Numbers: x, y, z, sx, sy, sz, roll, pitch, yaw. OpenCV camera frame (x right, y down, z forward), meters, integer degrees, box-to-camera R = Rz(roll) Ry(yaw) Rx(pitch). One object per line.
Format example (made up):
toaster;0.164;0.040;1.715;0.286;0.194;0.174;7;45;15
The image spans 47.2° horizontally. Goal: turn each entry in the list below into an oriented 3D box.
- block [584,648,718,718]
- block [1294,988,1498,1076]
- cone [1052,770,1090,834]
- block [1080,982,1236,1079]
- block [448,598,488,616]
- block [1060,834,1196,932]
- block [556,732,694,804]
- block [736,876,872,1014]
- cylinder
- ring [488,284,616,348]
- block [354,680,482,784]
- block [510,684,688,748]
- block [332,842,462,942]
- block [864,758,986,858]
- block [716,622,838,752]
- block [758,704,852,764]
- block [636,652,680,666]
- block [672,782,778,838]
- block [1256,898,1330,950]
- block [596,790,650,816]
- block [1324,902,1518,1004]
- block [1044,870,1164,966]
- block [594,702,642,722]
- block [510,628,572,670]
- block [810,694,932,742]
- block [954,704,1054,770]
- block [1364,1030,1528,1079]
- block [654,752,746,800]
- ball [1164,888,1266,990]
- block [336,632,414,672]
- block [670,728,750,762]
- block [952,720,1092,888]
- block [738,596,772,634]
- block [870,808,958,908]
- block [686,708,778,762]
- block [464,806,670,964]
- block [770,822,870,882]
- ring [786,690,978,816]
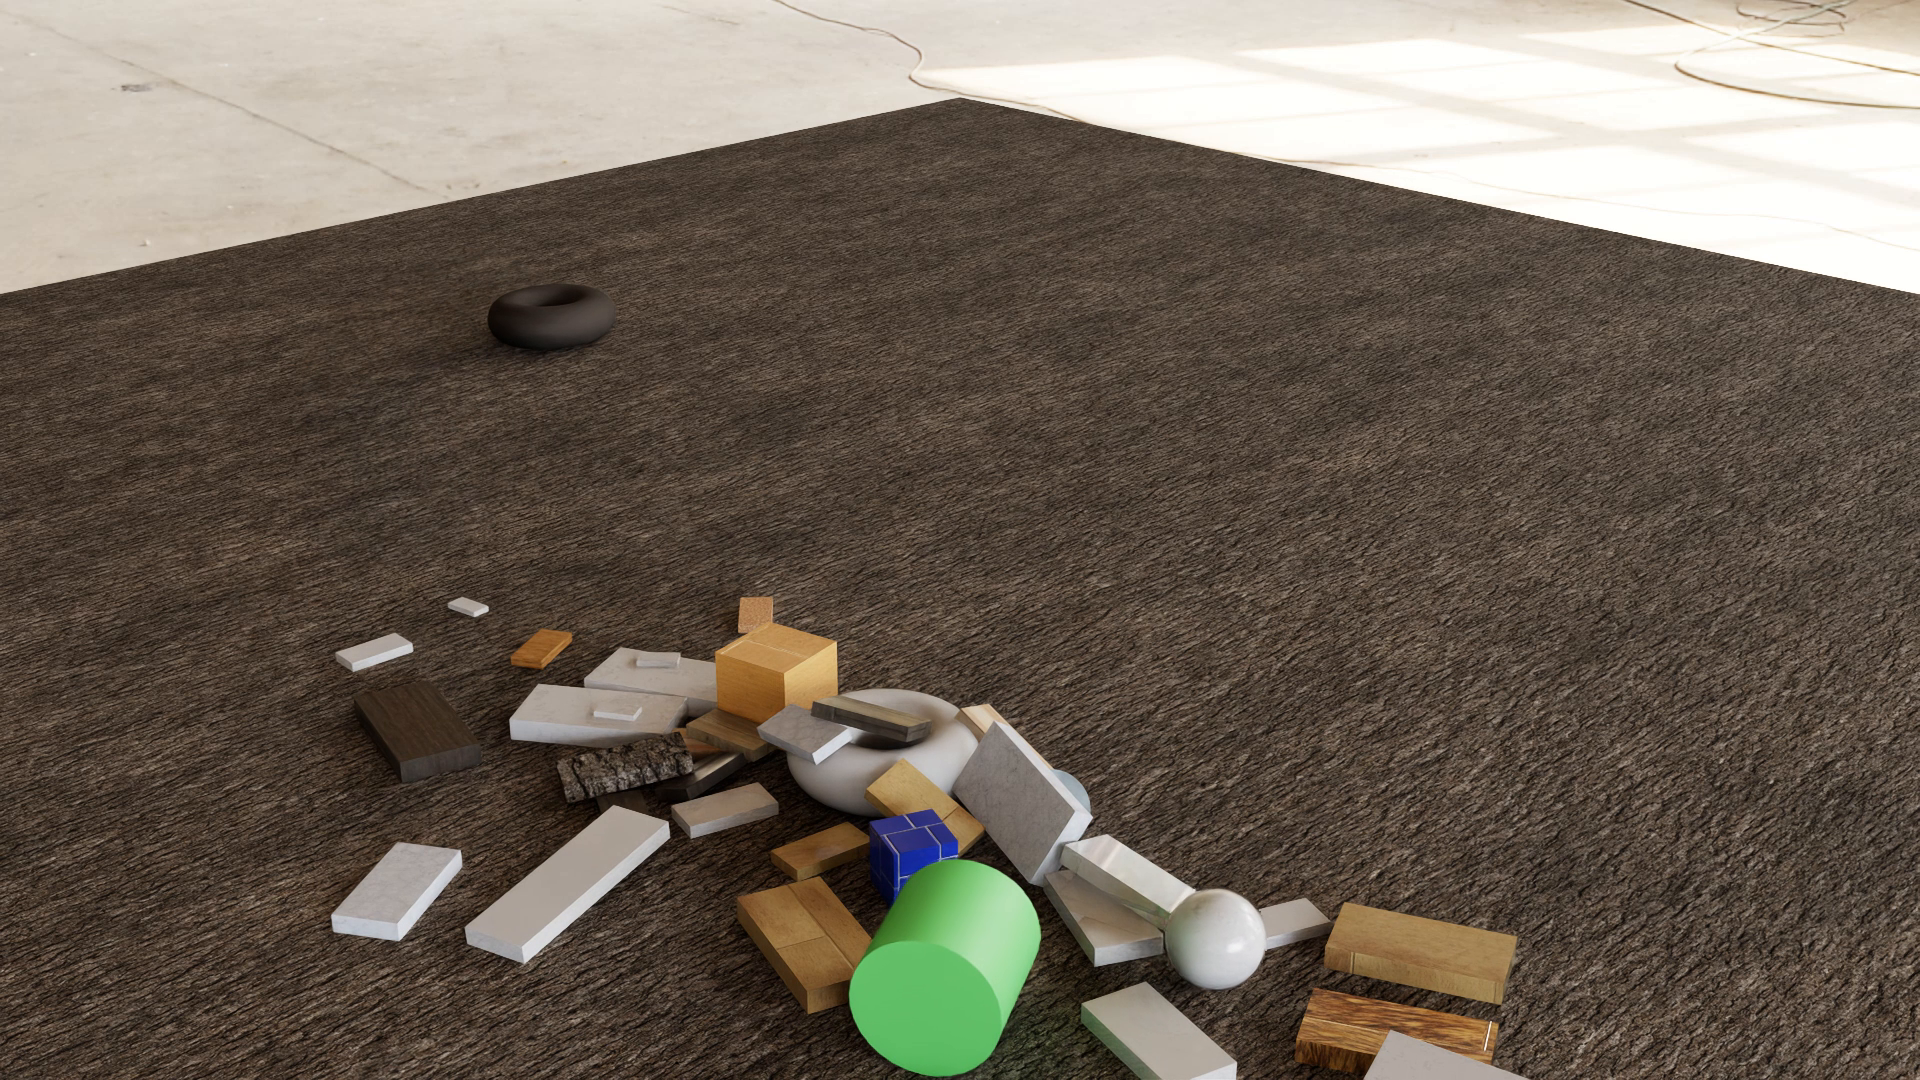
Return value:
block;-0.648;0.323;4.936;0.344;0.049;0.172;8;24;18
block;0.737;0.847;3.708;0.315;0.045;0.158;8;24;18
cone;0.201;0.537;4.402;0.159;0.159;0.159;7;-3;16
block;0.333;0.847;3.715;0.134;0.038;0.267;-13;26;-27
block;-1.199;0.163;5.360;0.092;0.013;0.046;16;28;32
block;0.330;0.640;4.113;0.267;0.038;0.134;29;21;35
block;-0.696;0.470;4.558;0.266;0.038;0.133;-13;22;-14
block;-0.264;0.729;3.982;0.167;0.047;0.335;-11;25;-24
cylinder;-0.022;0.721;3.726;0.262;0.262;0.262;6;24;15
ring;-1.363;-0.748;7.346;0.423;0.141;0.423;-1;22;0
block;-1.171;0.408;4.737;0.172;0.049;0.344;-13;26;-27
block;-0.784;0.388;4.785;0.344;0.049;0.172;4;23;10
block;-1.061;0.661;4.154;0.133;0.038;0.265;5;24;12
block;-0.069;0.535;4.313;0.221;0.031;0.110;39;52;18
block;-0.396;0.316;4.778;0.186;0.186;0.186;14;27;30
block;-0.318;0.394;4.479;0.096;0.027;0.193;-35;33;-29
block;-0.683;0.271;4.982;0.092;0.013;0.046;1;23;2
block;-0.474;0.545;4.441;0.193;0.027;0.096;-13;26;-27
block;0.583;0.711;4.053;0.177;0.025;0.089;-10;25;-22
block;-0.668;0.561;4.404;0.092;0.026;0.184;-7;24;-16
block;0.829;0.741;3.956;0.315;0.045;0.158;9;25;20
block;0.264;0.692;4.081;0.134;0.038;0.267;-7;24;-17
block;-0.739;0.370;4.747;0.092;0.013;0.046;5;24;13
block;-0.976;0.254;5.134;0.078;0.022;0.156;7;24;16
block;-0.180;0.363;4.479;0.220;0.031;0.110;13;8;24
block;0.096;0.429;4.552;0.220;0.031;0.110;44;23;24
block;0.807;0.904;3.511;0.315;0.045;0.157;16;40;27
block;-0.535;0.488;4.542;0.092;0.026;0.184;-5;16;37
ball;0.450;0.703;3.877;0.176;0.176;0.176;0;23;0
block;-1.363;0.261;5.118;0.156;0.022;0.078;-20;30;-39
block;-0.531;0.438;4.695;0.184;0.026;0.092;2;23;5
block;0.117;0.513;4.293;0.047;0.167;0.335;24;13;-37
block;-0.493;0.180;5.308;0.078;0.022;0.156;-1;23;-3
block;-0.088;0.607;4.164;0.129;0.129;0.129;-9;25;-21
block;-0.479;0.414;4.683;0.193;0.027;0.096;16;28;34
block;-0.735;0.644;4.156;0.133;0.038;0.447;12;30;27
block;-0.268;0.608;4.295;0.183;0.026;0.091;-17;28;-35
ring;-0.155;0.438;4.559;0.409;0.136;0.409;1;23;0
